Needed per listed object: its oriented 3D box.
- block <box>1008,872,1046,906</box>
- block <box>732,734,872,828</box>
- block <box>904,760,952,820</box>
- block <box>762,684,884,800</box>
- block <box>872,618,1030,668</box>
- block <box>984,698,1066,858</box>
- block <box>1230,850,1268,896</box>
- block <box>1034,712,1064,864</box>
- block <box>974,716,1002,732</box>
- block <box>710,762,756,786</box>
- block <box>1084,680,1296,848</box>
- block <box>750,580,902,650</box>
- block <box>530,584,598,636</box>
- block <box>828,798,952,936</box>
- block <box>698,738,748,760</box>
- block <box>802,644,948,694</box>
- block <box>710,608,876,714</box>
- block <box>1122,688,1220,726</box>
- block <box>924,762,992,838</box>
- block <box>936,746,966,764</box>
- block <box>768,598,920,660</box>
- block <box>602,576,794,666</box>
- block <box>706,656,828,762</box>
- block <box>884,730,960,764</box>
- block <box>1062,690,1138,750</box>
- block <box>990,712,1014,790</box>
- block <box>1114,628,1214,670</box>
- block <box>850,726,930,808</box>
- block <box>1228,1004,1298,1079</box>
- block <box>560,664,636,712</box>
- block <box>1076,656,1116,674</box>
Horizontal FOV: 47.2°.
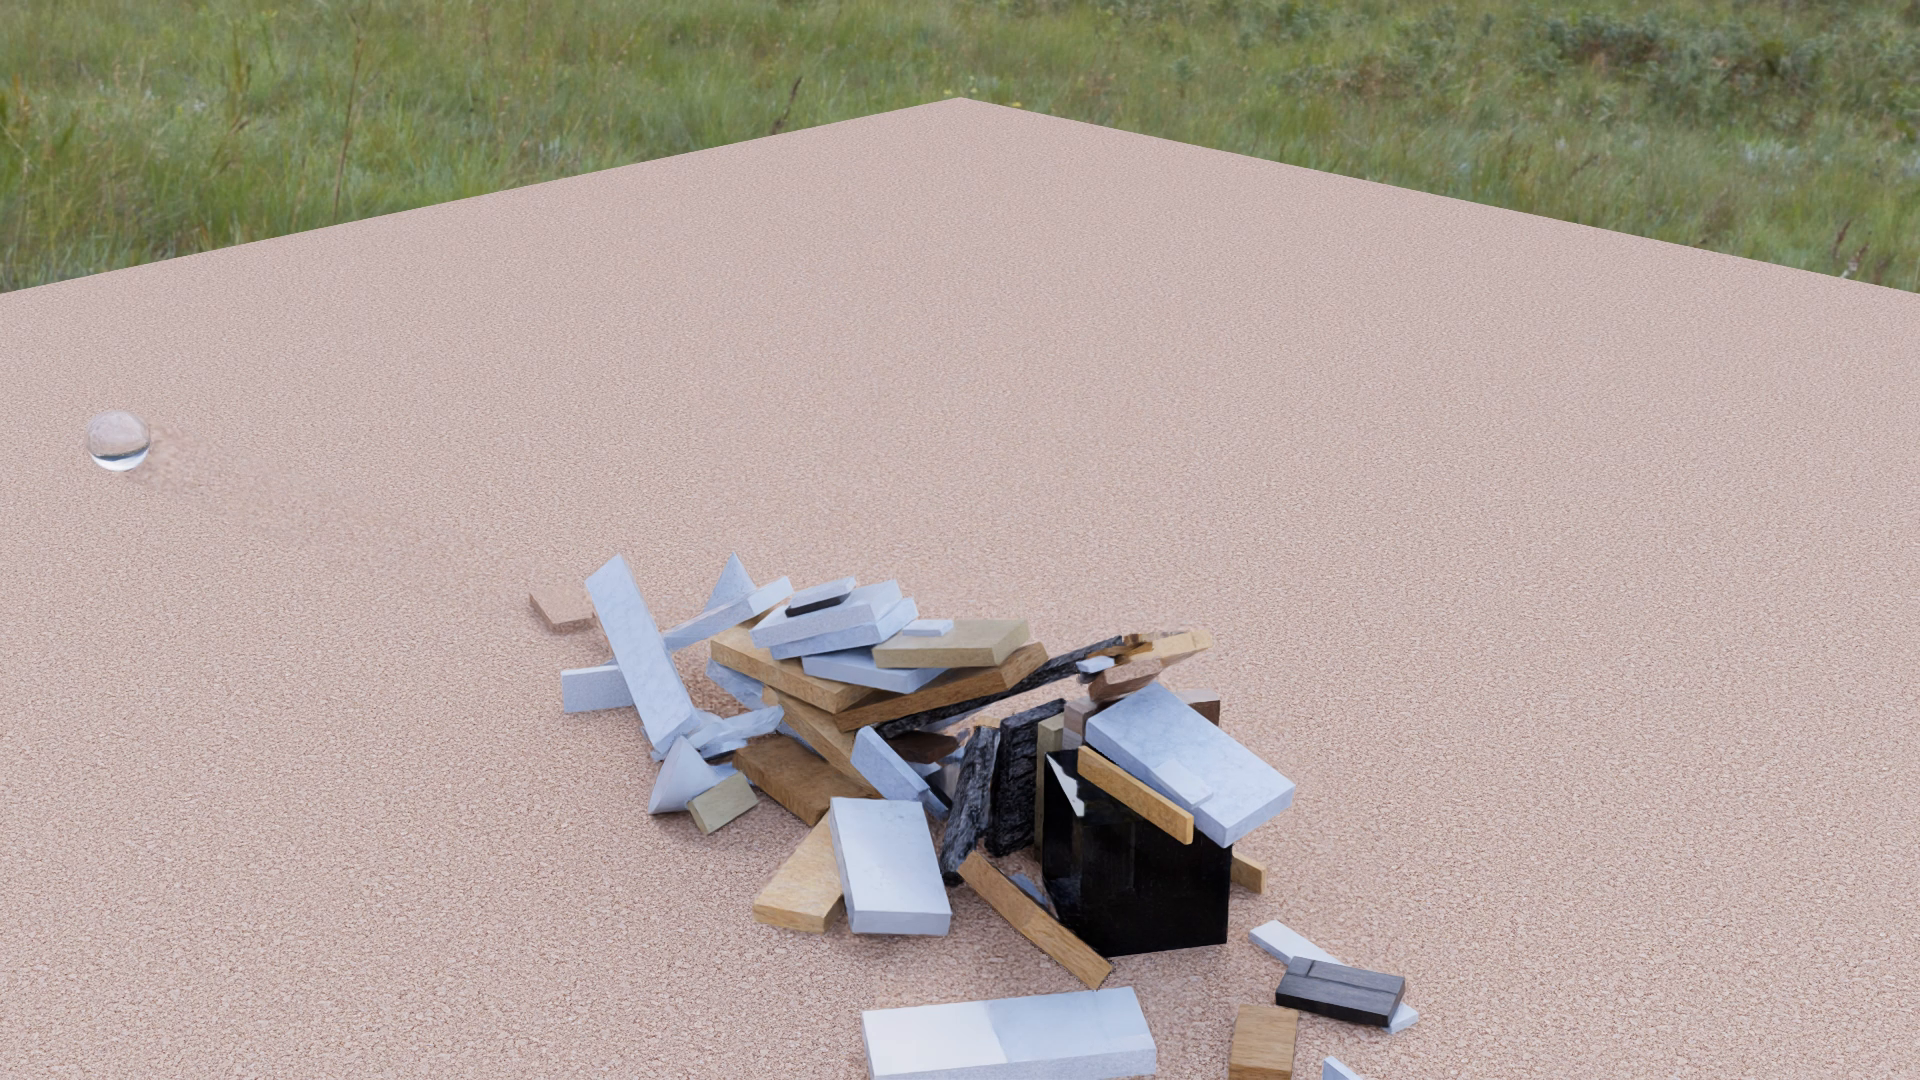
[{"bbox_3d":[0.118,0.668,4.167,0.053,0.015,0.105,-9,25,-21],"label":"block"},{"bbox_3d":[-0.325,0.492,4.509,0.141,0.040,0.283,-13,30,-39],"label":"block"},{"bbox_3d":[-0.068,0.492,4.487,0.088,0.025,0.175,-24,53,-39],"label":"block"},{"bbox_3d":[-0.233,0.389,4.615,0.353,0.050,0.176,39,44,27],"label":"block"},{"bbox_3d":[-0.018,0.206,4.395,0.285,0.040,0.143,-3,20,33],"label":"block"},{"bbox_3d":[0.135,0.464,4.275,0.152,0.304,0.043,-17,37,-34],"label":"block"},{"bbox_3d":[0.538,0.631,4.202,0.016,0.055,0.111,-23,32,-37],"label":"block"},{"bbox_3d":[0.217,0.472,4.258,0.152,0.304,0.043,-19,31,-38],"label":"block"},{"bbox_3d":[0.083,0.405,4.788,0.095,0.014,0.048,7,24,16],"label":"block"},{"bbox_3d":[-0.453,0.486,4.570,0.150,0.021,0.075,-8,24,-32],"label":"block"},{"bbox_3d":[0.412,0.401,3.970,0.176,0.050,0.353,-26,46,-33],"label":"block"},{"bbox_3d":[-0.278,0.154,4.556,0.289,0.041,0.144,-14,13,25],"label":"block"},{"bbox_3d":[-0.962,0.168,5.328,0.105,0.030,0.211,-11,25,-24],"label":"block"},{"bbox_3d":[-0.137,0.615,4.168,0.180,0.051,0.359,4,27,-13],"label":"block"},{"bbox_3d":[-0.505,0.442,4.604,0.063,0.018,0.126,-8,-10,-41],"label":"block"},{"bbox_3d":[-0.171,0.248,4.510,0.285,0.040,0.143,7,26,39],"label":"block"},{"bbox_3d":[-0.339,0.253,4.659,0.353,0.050,0.176,20,34,33],"label":"block"},{"bbox_3d":[0.399,0.461,4.222,0.176,0.353,0.050,-4,24,-10],"label":"block"},{"bbox_3d":[0.017,0.523,4.431,0.088,0.025,0.175,-20,48,-39],"label":"block"},{"bbox_3d":[-0.013,0.454,4.670,0.108,0.015,0.054,2,23,4],"label":"block"},{"bbox_3d":[-0.243,0.185,4.562,0.289,0.041,0.144,-11,15,35],"label":"block"},{"bbox_3d":[-0.590,0.200,4.899,0.506,0.041,0.144,-24,5,38],"label":"block"},{"bbox_3d":[-0.357,0.330,4.725,0.353,0.050,0.176,35,42,22],"label":"block"},{"bbox_3d":[-0.093,0.420,4.489,0.088,0.025,0.175,-24,19,-39],"label":"block"},{"bbox_3d":[0.275,0.454,4.238,0.176,0.353,0.050,-19,31,-38],"label":"block"},{"bbox_3d":[0.187,0.441,4.368,0.304,0.152,0.043,16,18,-43],"label":"block"},{"bbox_3d":[0.362,0.216,4.073,0.118,0.034,0.237,-11,-11,-22],"label":"block"},{"bbox_3d":[-0.142,0.472,4.427,0.027,0.097,0.193,-23,53,-37],"label":"block"},{"bbox_3d":[0.512,0.848,3.701,0.101,0.029,0.202,5,18,11],"label":"block"},{"bbox_3d":[-0.791,0.327,4.875,0.179,0.090,0.025,-6,21,-14],"label":"block"},{"bbox_3d":[0.245,0.224,3.964,0.049,0.014,0.098,-16,3,-8],"label":"block"}]
